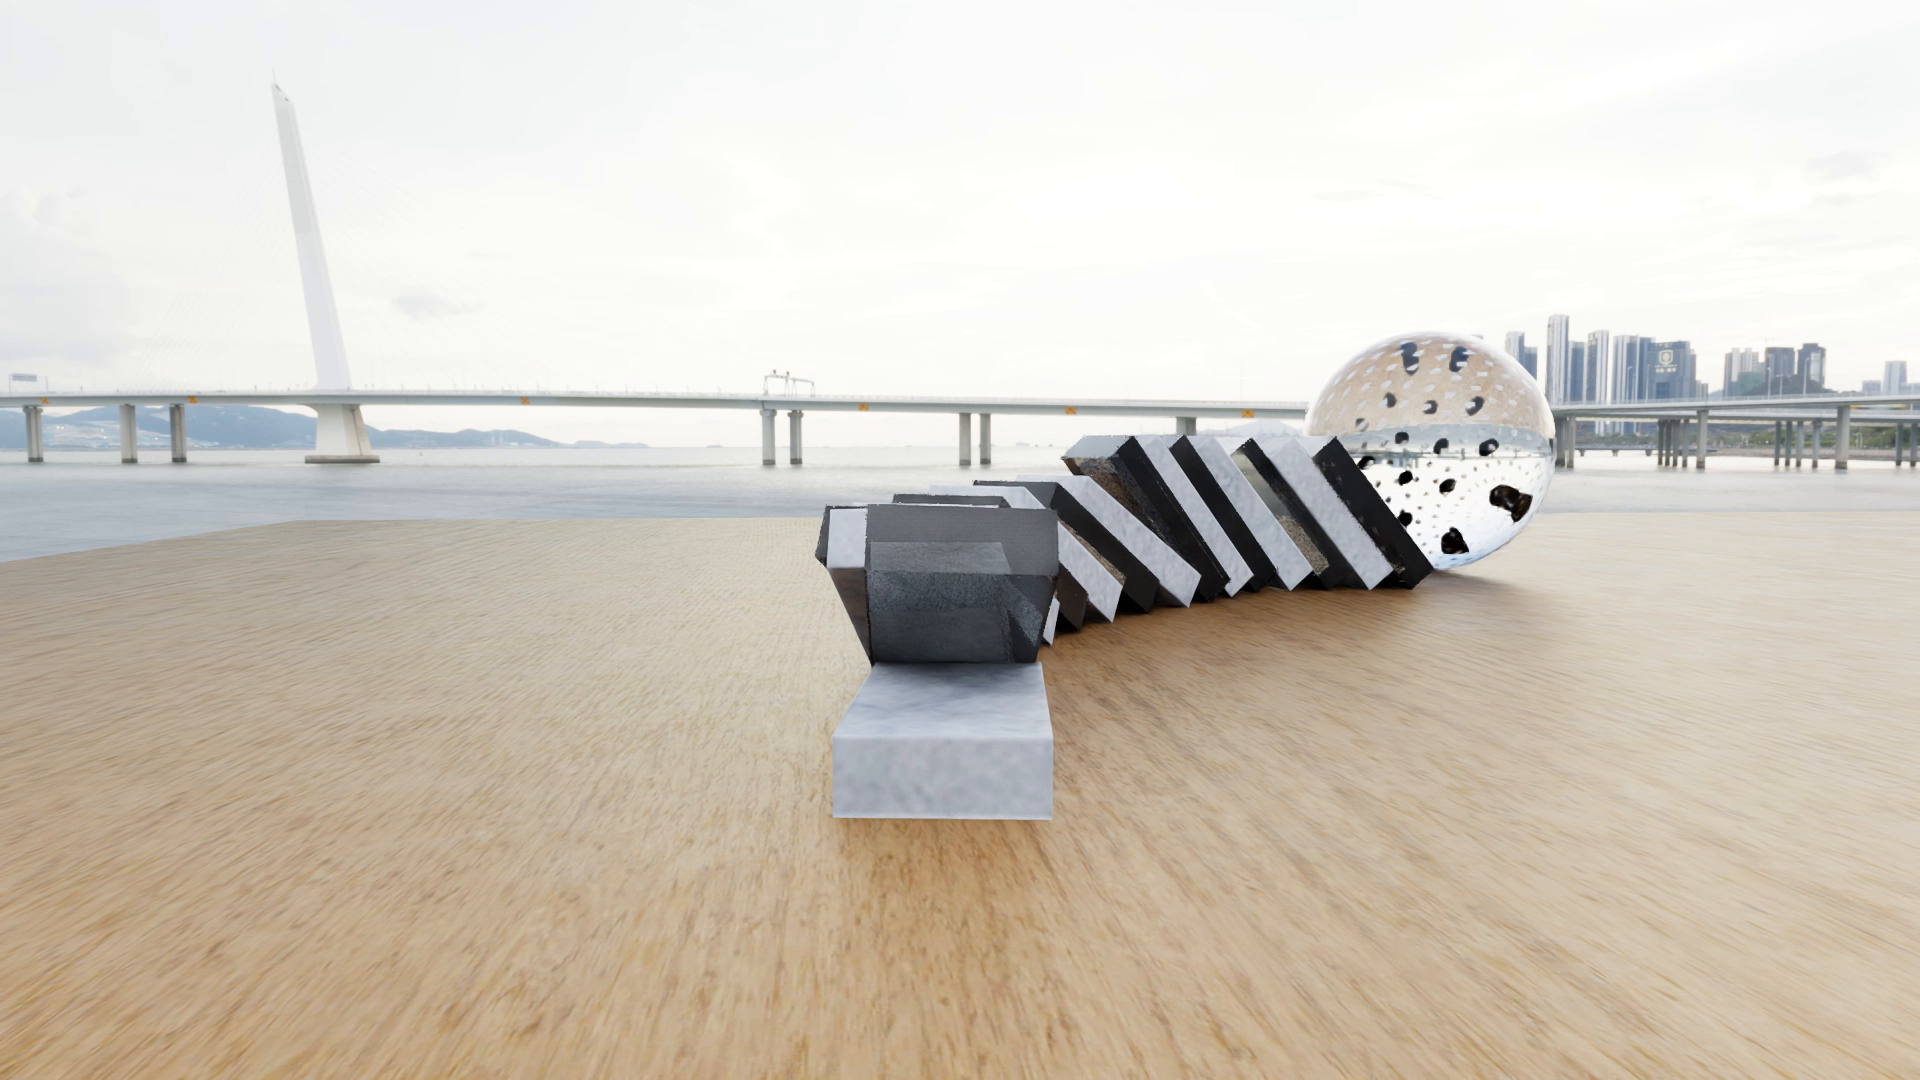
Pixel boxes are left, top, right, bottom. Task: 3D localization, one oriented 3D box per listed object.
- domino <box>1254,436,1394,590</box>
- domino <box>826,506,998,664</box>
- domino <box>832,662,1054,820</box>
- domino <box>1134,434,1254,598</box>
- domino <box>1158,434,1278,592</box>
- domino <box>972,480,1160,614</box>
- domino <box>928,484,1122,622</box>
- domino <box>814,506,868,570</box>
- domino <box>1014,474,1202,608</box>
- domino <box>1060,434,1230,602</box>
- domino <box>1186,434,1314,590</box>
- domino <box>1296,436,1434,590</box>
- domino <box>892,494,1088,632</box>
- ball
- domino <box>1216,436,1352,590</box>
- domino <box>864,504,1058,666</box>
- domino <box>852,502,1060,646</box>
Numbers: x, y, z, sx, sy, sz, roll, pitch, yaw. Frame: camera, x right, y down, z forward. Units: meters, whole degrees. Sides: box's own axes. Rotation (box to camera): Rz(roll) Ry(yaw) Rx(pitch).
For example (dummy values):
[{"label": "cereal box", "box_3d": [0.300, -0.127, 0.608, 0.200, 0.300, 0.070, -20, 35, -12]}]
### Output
[{"label": "domino", "box_3d": [0.105, -0.008, 0.381, 0.010, 0.050, 0.025, -40, 10, -5]}, {"label": "domino", "box_3d": [-0.005, 0.010, 0.211, 0.025, 0.009, 0.050, -1, -25, 5]}, {"label": "domino", "box_3d": [-0.001, 0.025, 0.170, 0.025, 0.010, 0.050, 0, 4, 2]}, {"label": "domino", "box_3d": [0.059, -0.007, 0.359, 0.010, 0.050, 0.025, -43, 18, -16]}, {"label": "domino", "box_3d": [0.068, -0.008, 0.368, 0.010, 0.050, 0.025, -43, 18, -16]}, {"label": "domino", "box_3d": [0.025, 0.002, 0.314, 0.025, 0.009, 0.050, 4, -25, 41]}, {"label": "domino", "box_3d": [0.015, 0.004, 0.297, 0.025, 0.010, 0.050, 3, -25, 36]}, {"label": "domino", "box_3d": [-0.005, 0.009, 0.235, 0.025, 0.009, 0.050, 1, -24, 20]}, {"label": "domino", "box_3d": [0.037, 0.000, 0.330, 0.050, 0.009, 0.025, 37, -20, -35]}, {"label": "domino", "box_3d": [0.050, -0.006, 0.348, 0.009, 0.050, 0.025, -43, 19, -16]}, {"label": "domino", "box_3d": [0.080, -0.008, 0.376, 0.009, 0.050, 0.025, -41, 12, -9]}, {"label": "domino", "box_3d": [0.117, -0.008, 0.382, 0.009, 0.050, 0.025, -40, 10, -5]}, {"label": "domino", "box_3d": [0.007, 0.006, 0.277, 0.025, 0.009, 0.050, 2, -24, 29]}, {"label": "ball", "box_3d": [0.154, -0.029, 0.426, 0.080, 0.080, 0.080, 0, 4, 0]}, {"label": "domino", "box_3d": [0.093, -0.008, 0.380, 0.010, 0.050, 0.025, -40, 10, -5]}, {"label": "domino", "box_3d": [-0.001, 0.010, 0.189, 0.025, 0.010, 0.050, 2, -25, -1]}, {"label": "domino", "box_3d": [0.000, 0.008, 0.258, 0.025, 0.010, 0.050, 2, -23, 26]}]
